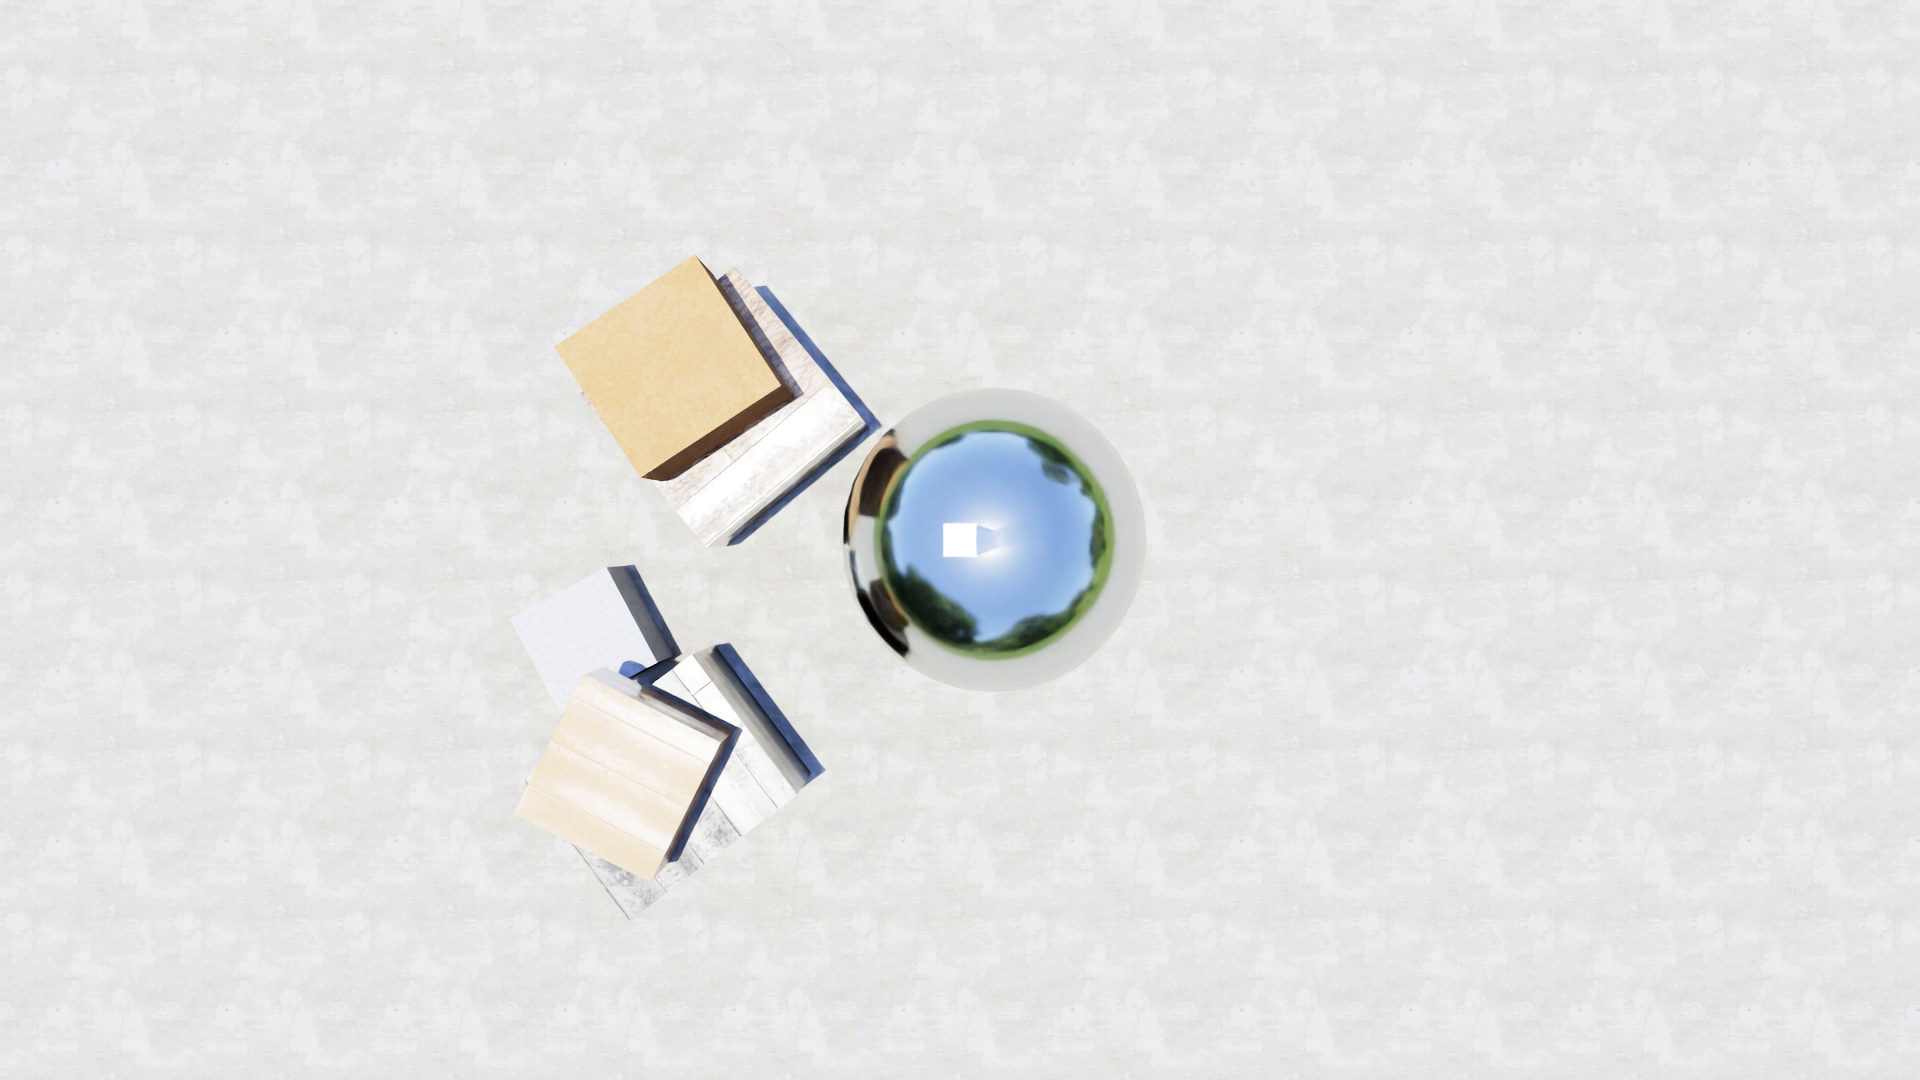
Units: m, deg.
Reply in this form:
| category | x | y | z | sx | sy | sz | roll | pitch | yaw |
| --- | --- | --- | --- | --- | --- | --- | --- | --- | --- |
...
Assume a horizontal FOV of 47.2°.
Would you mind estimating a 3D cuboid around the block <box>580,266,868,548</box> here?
| category | x | y | z | sx | sy | sz | roll | pitch | yaw |
| --- | --- | --- | --- | --- | --- | --- | --- | --- | --- |
| block | -1.303 | -0.728 | 12.482 | 1.099 | 1.035 | 1.082 | -40 | 90 | 0 |

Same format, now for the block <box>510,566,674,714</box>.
| category | x | y | z | sx | sy | sz | roll | pitch | yaw |
| --- | --- | --- | --- | --- | --- | --- | --- | --- | --- |
| block | -2.106 | 0.563 | 12.648 | 0.612 | 0.704 | 0.605 | -28 | 90 | 0 |

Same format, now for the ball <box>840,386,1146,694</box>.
| category | x | y | z | sx | sy | sz | roll | pitch | yaw |
| --- | --- | --- | --- | --- | --- | --- | --- | --- | --- |
| ball | 0.177 | 0.000 | 11.524 | 1.600 | 1.600 | 1.600 | 0 | 90 | 0 |

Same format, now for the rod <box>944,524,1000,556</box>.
| category | x | y | z | sx | sy | sz | roll | pitch | yaw |
| --- | --- | --- | --- | --- | --- | --- | --- | --- | --- |
| rod | 0.076 | 0.000 | 8.125 | 0.080 | 5.200 | 0.080 | 0 | 90 | 2 |

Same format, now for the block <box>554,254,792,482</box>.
| category | x | y | z | sx | sy | sz | roll | pitch | yaw |
| --- | --- | --- | --- | --- | --- | --- | --- | --- | --- |
| block | -1.483 | -0.883 | 11.558 | 0.853 | 0.816 | 0.796 | -33 | 90 | 0 |

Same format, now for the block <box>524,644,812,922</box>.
| category | x | y | z | sx | sy | sz | roll | pitch | yaw |
| --- | --- | --- | --- | --- | --- | --- | --- | --- | --- |
| block | -1.617 | 1.339 | 12.434 | 1.135 | 1.131 | 0.947 | -37 | 90 | 0 |

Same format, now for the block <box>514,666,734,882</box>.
| category | x | y | z | sx | sy | sz | roll | pitch | yaw |
| --- | --- | --- | --- | --- | --- | --- | --- | --- | --- |
| block | -1.746 | 1.213 | 11.531 | 0.779 | 0.676 | 0.795 | 27 | 90 | 0 |
